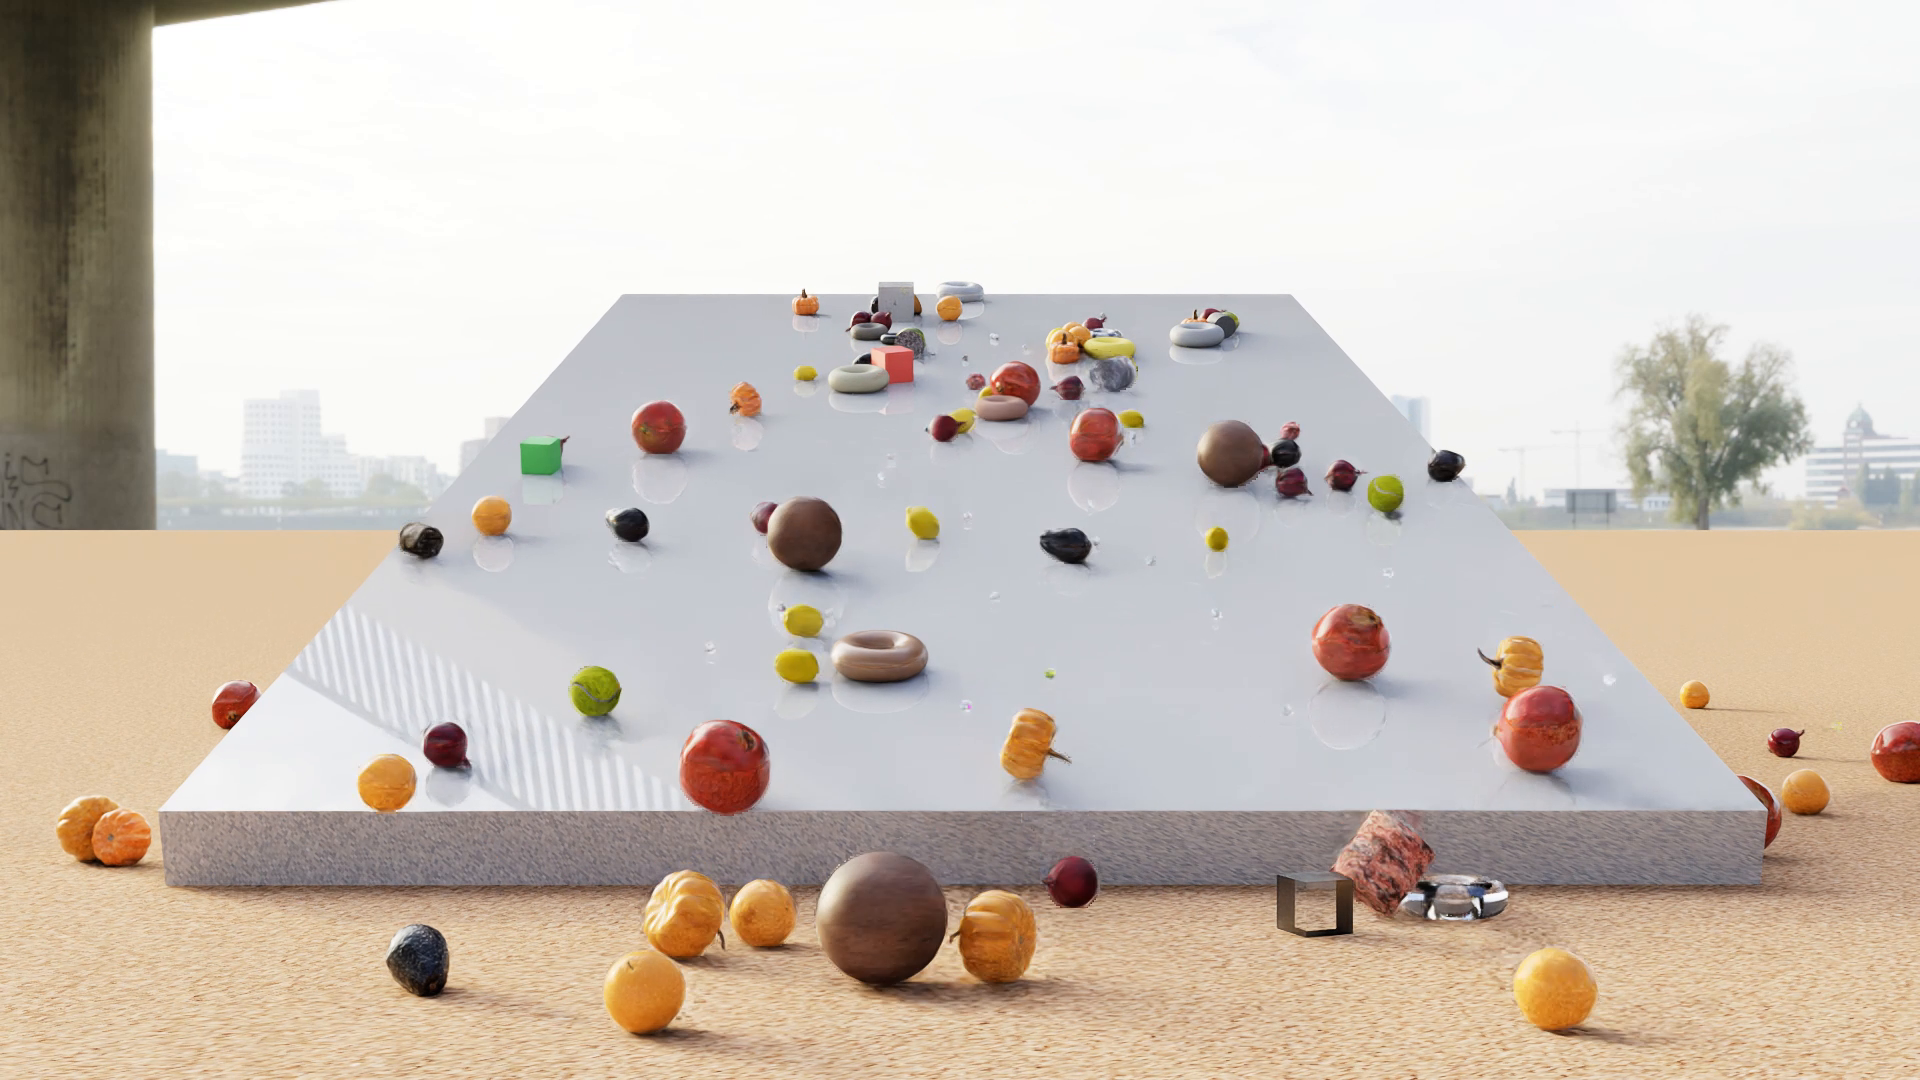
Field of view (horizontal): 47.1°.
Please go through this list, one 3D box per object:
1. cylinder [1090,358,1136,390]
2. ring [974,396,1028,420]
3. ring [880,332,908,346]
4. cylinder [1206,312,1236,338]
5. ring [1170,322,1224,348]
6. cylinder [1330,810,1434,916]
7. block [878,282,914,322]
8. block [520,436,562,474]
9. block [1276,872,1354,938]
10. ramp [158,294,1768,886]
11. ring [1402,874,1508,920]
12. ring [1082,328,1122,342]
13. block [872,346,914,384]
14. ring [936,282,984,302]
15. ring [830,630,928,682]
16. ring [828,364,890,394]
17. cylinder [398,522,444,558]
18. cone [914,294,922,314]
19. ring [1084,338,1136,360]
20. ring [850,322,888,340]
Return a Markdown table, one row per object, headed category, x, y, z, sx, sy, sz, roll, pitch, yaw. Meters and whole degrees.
| category | x | y | z | sx | sy | sz | roll | pitch | yaw |
| --- | --- | --- | --- | --- | --- | --- | --- | --- | --- |
| cylinder | 0.361 | -0.392 | 5.205 | 0.077 | 0.077 | 0.077 | 0 | 5 | 39 |
| ring | 0.092 | -0.295 | 4.924 | 0.122 | 0.041 | 0.122 | 1 | 15 | 0 |
| ring | -0.172 | -0.530 | 5.795 | 0.077 | 0.026 | 0.077 | 0 | 14 | 0 |
| cylinder | 0.699 | -0.575 | 5.893 | 0.061 | 0.061 | 0.061 | 0 | 15 | -14 |
| ring | 0.624 | -0.540 | 5.791 | 0.144 | 0.048 | 0.144 | -1 | 17 | 0 |
| cylinder | 0.484 | 0.371 | 2.525 | 0.086 | 0.086 | 0.086 | 37 | -11 | 8 |
| block | -0.178 | -0.664 | 6.138 | 0.099 | 0.099 | 0.099 | 0 | 16 | -1 |
| block | -0.844 | -0.170 | 4.430 | 0.063 | 0.063 | 0.063 | 2 | 16 | 8 |
| block | 0.394 | 0.404 | 2.446 | 0.061 | 0.061 | 0.061 | 0 | 0 | -23 |
| ramp | -0.002 | -0.152 | 4.673 | 2.000 | 0.100 | 4.000 | 0 | 16 | 0 |
| ring | 0.573 | 0.414 | 2.555 | 0.124 | 0.041 | 0.124 | -1 | -1 | 0 |
| ring | 0.375 | -0.533 | 5.790 | 0.108 | 0.036 | 0.108 | 0 | 14 | 0 |
| block | -0.163 | -0.423 | 5.318 | 0.075 | 0.075 | 0.075 | -8 | 17 | -26 |
| ring | 0.000 | -0.730 | 6.470 | 0.145 | 0.048 | 0.145 | 1 | 16 | 0 |
| ring | -0.118 | 0.170 | 3.240 | 0.144 | 0.048 | 0.144 | 1 | 15 | 0 |
| ring | -0.240 | -0.382 | 5.221 | 0.146 | 0.049 | 0.146 | -1 | 17 | 0 |
| cylinder | -0.939 | 0.000 | 3.836 | 0.054 | 0.054 | 0.054 | 12 | 8 | 39 |
| cone | -0.171 | -0.655 | 6.214 | 0.091 | 0.091 | 0.091 | -35 | 13 | -18 |
| ring | 0.382 | -0.487 | 5.609 | 0.132 | 0.044 | 0.132 | 1 | 15 | 0 |
| ring | -0.242 | -0.556 | 5.873 | 0.101 | 0.034 | 0.101 | 0 | 17 | 0 |
